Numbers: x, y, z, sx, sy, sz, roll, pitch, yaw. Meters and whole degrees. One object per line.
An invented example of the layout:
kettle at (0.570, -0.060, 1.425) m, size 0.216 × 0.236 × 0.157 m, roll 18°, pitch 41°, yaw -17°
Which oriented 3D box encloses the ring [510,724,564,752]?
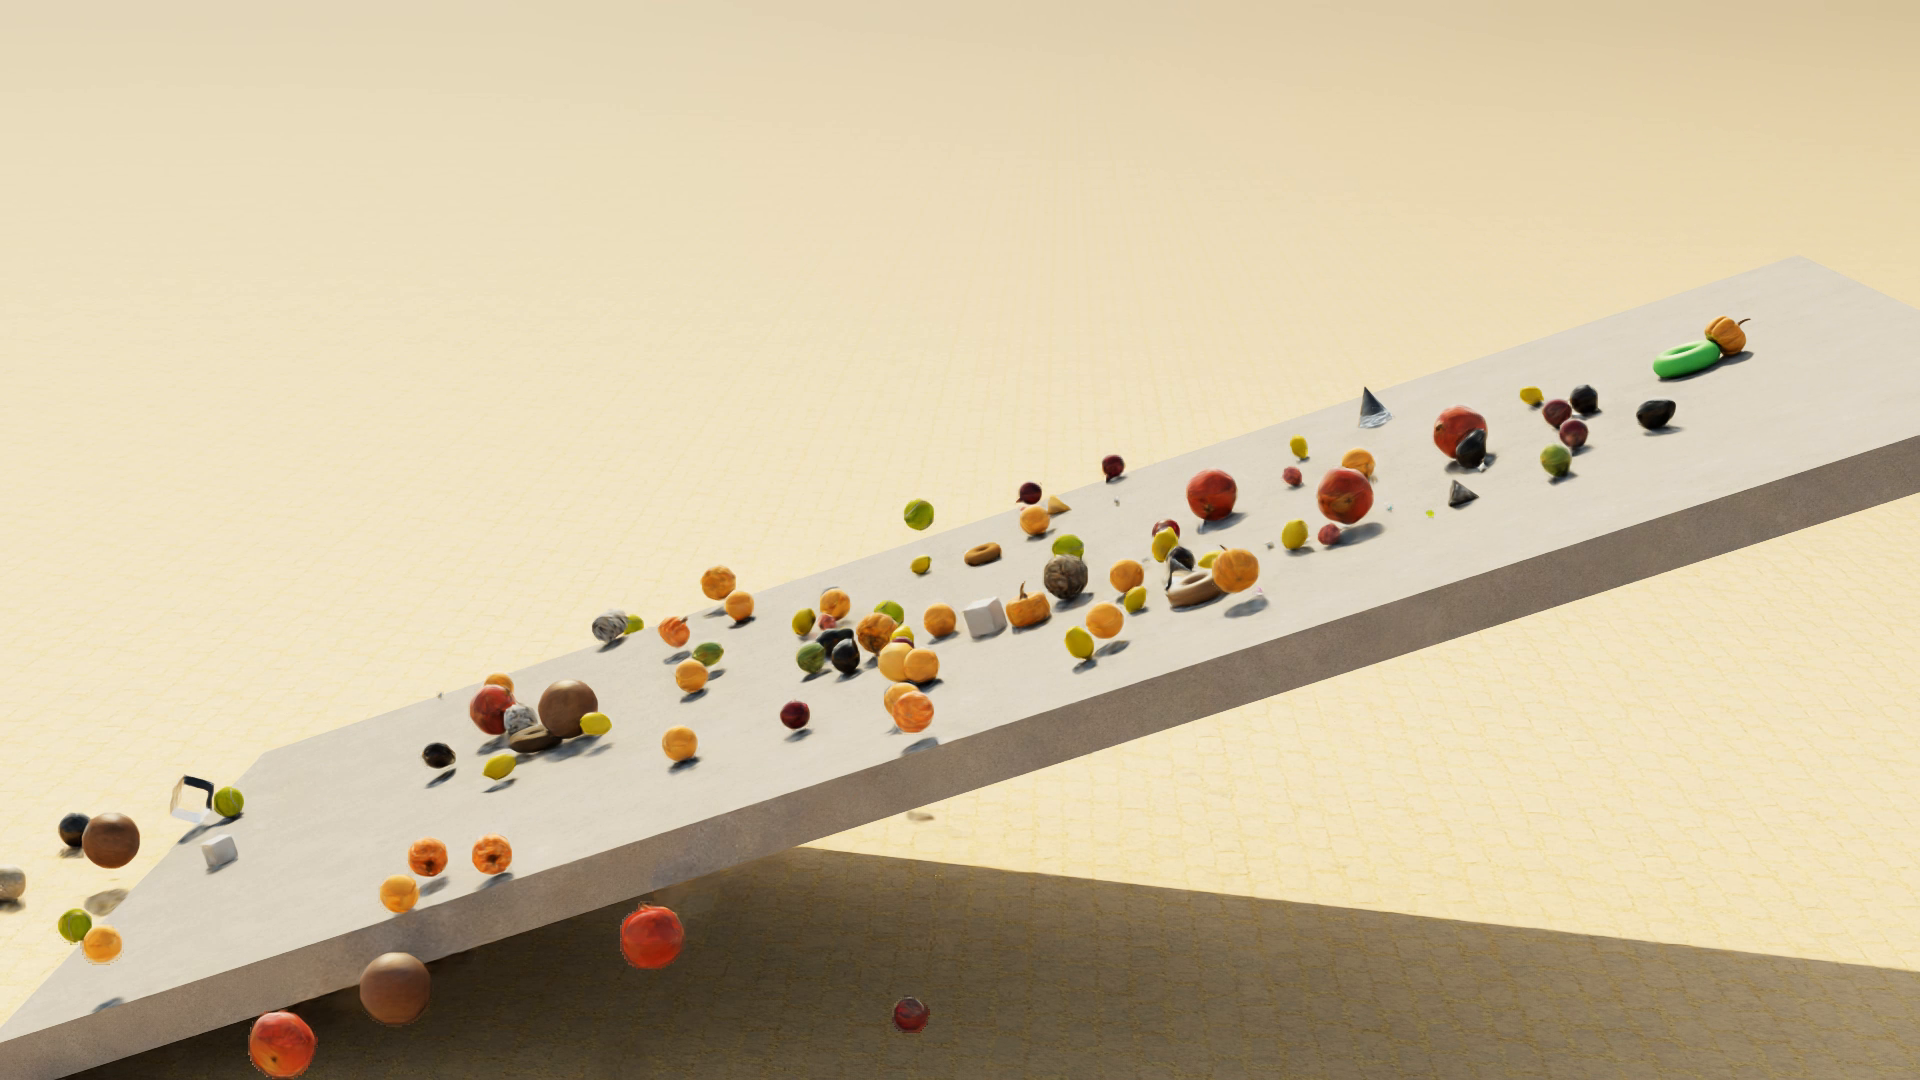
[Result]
ring at (-0.924, 0.434, 6.423) m, size 0.120 × 0.040 × 0.120 m, roll -10°, pitch 9°, yaw 2°

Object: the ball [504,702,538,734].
ball at (-0.986, 0.403, 6.602) m, size 0.076 × 0.076 × 0.076 m, roll 0°, pitch 12°, yaw 0°

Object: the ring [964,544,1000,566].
ring at (0.052, 0.033, 6.785) m, size 0.089 × 0.030 × 0.089 m, roll -18°, pitch 14°, yaw 5°

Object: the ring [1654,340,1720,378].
ring at (1.546, -0.385, 6.257) m, size 0.144 × 0.048 × 0.144 m, roll -19°, pitch 10°, yaw 3°

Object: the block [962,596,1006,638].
block at (0.052, 0.159, 6.080) m, size 0.059 × 0.059 × 0.059 m, roll -13°, pitch 12°, yaw 29°

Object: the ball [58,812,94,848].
ball at (-2.108, 0.690, 7.016) m, size 0.084 × 0.084 × 0.084 m, roll 0°, pitch 12°, yaw 0°

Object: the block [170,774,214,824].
block at (-1.784, 0.602, 6.828) m, size 0.073 × 0.073 × 0.073 m, roll 20°, pitch -42°, yaw -27°

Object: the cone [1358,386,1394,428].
cone at (0.951, -0.316, 6.821) m, size 0.089 × 0.089 × 0.089 m, roll -18°, pitch 11°, yaw 4°

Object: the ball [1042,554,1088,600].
ball at (0.220, 0.075, 6.110) m, size 0.095 × 0.095 × 0.095 m, roll 0°, pitch 12°, yaw 0°

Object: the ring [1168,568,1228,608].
ring at (0.464, 0.093, 5.744) m, size 0.125 × 0.042 × 0.125 m, roll -22°, pitch 11°, yaw 4°

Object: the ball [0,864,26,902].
ball at (-2.146, 0.773, 6.631) m, size 0.082 × 0.082 × 0.082 m, roll 0°, pitch 12°, yaw 0°

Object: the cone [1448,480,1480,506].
cone at (0.994, -0.089, 5.784) m, size 0.057 × 0.057 × 0.057 m, roll 9°, pitch 13°, yaw 4°

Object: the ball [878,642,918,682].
ball at (-0.124, 0.245, 5.893) m, size 0.082 × 0.082 × 0.082 m, roll 0°, pitch 12°, yaw 0°

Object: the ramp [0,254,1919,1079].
ramp at (0.106, 0.181, 6.306) m, size 4.000 × 0.100 × 2.000 m, roll -18°, pitch 11°, yaw 6°

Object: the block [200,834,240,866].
block at (-1.605, 0.674, 6.380) m, size 0.052 × 0.052 × 0.052 m, roll -28°, pitch 14°, yaw -40°

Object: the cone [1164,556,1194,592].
cone at (0.451, 0.072, 5.898) m, size 0.072 × 0.072 × 0.072 m, roll 8°, pitch 12°, yaw -3°

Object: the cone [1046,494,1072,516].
cone at (0.242, -0.079, 7.035) m, size 0.054 × 0.054 × 0.054 m, roll 13°, pitch 15°, yaw 15°
